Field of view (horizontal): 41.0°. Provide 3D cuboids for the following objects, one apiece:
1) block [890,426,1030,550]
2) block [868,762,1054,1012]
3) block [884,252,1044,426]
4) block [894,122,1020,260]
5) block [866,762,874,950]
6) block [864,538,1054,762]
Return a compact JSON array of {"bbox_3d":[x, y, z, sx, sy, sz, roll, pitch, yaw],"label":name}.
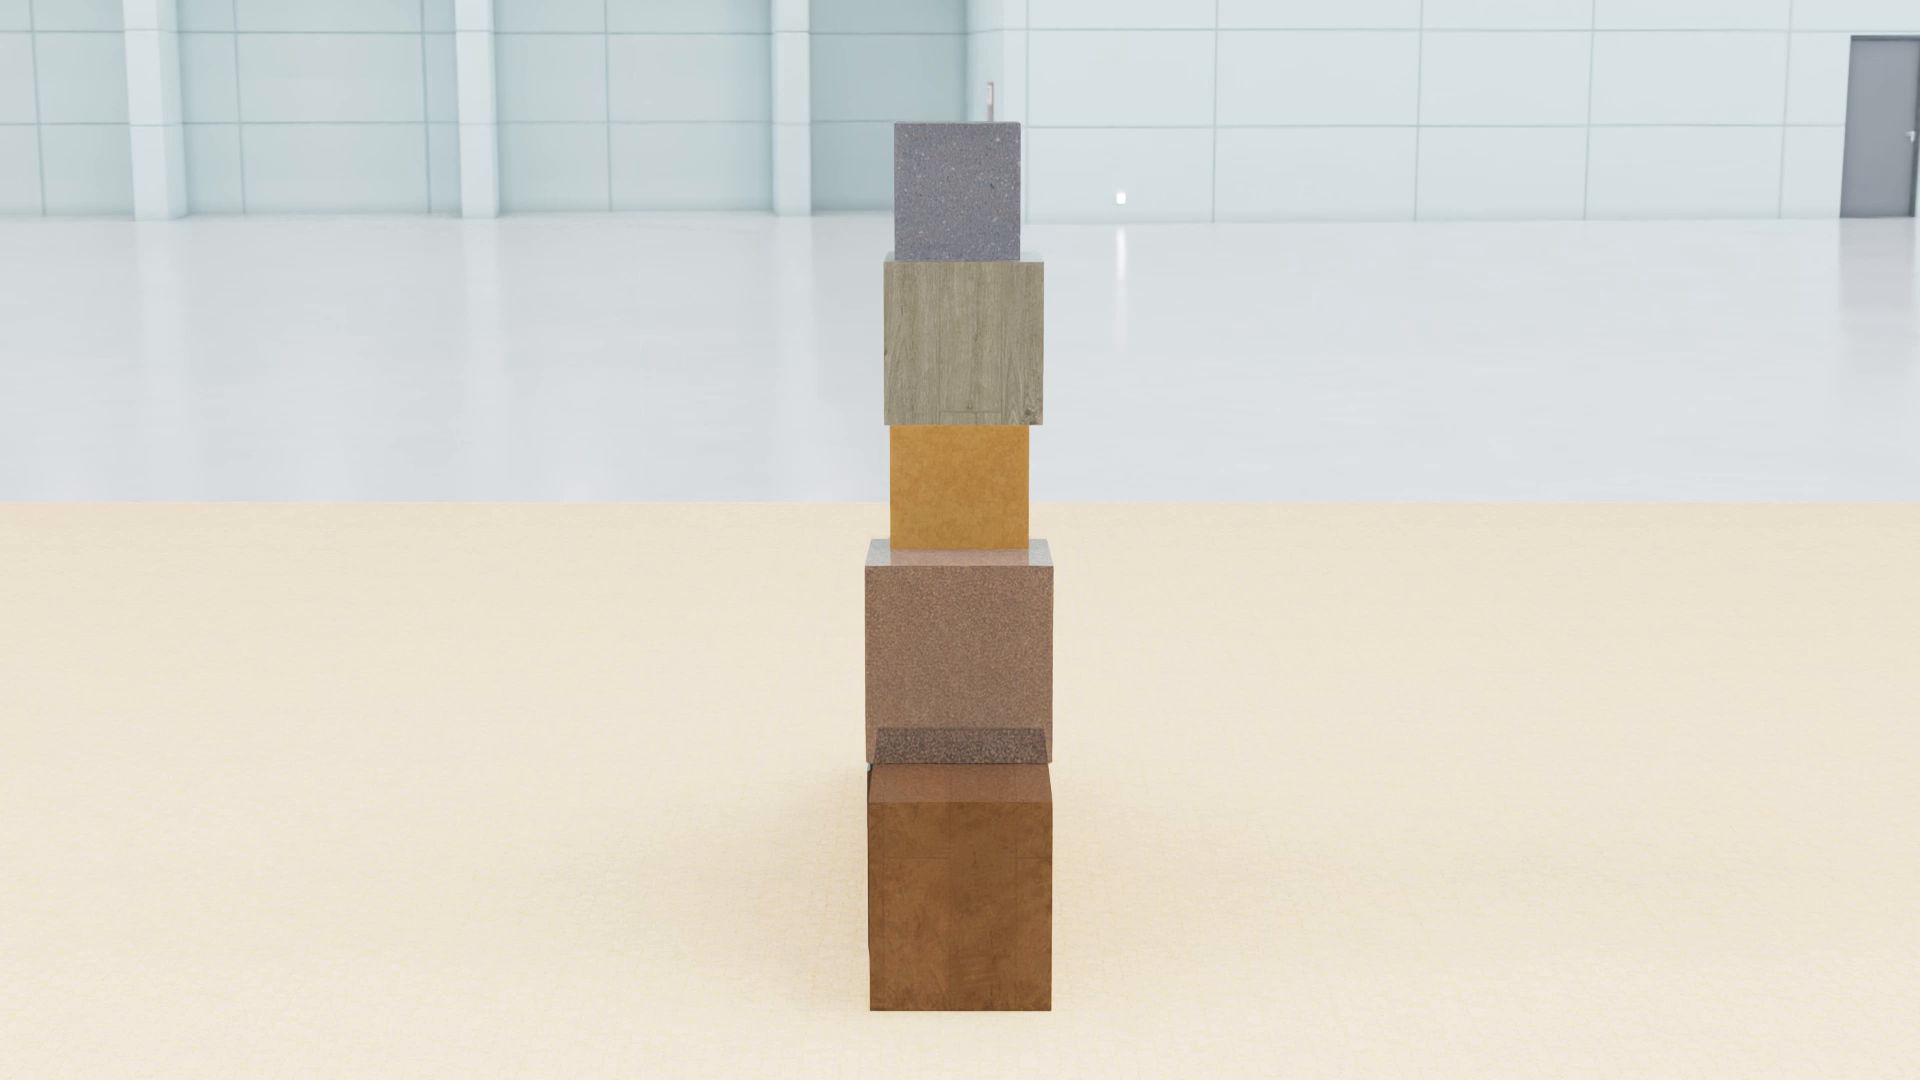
[{"bbox_3d":[-0.002,-0.257,10.669,0.565,0.511,0.542,0,10,0],"label":"block"},{"bbox_3d":[0.003,1.324,9.991,0.691,0.821,0.674,0,10,0],"label":"block"},{"bbox_3d":[0.015,-0.844,10.637,0.643,0.657,0.652,0,10,0],"label":"block"},{"bbox_3d":[-0.010,-1.441,10.560,0.507,0.545,0.531,0,10,0],"label":"block"},{"bbox_3d":[-0.015,1.232,10.685,0.715,0.752,0.706,0,10,0],"label":"block"},{"bbox_3d":[-0.004,0.436,10.451,0.738,0.784,0.785,0,8,0],"label":"block"}]
